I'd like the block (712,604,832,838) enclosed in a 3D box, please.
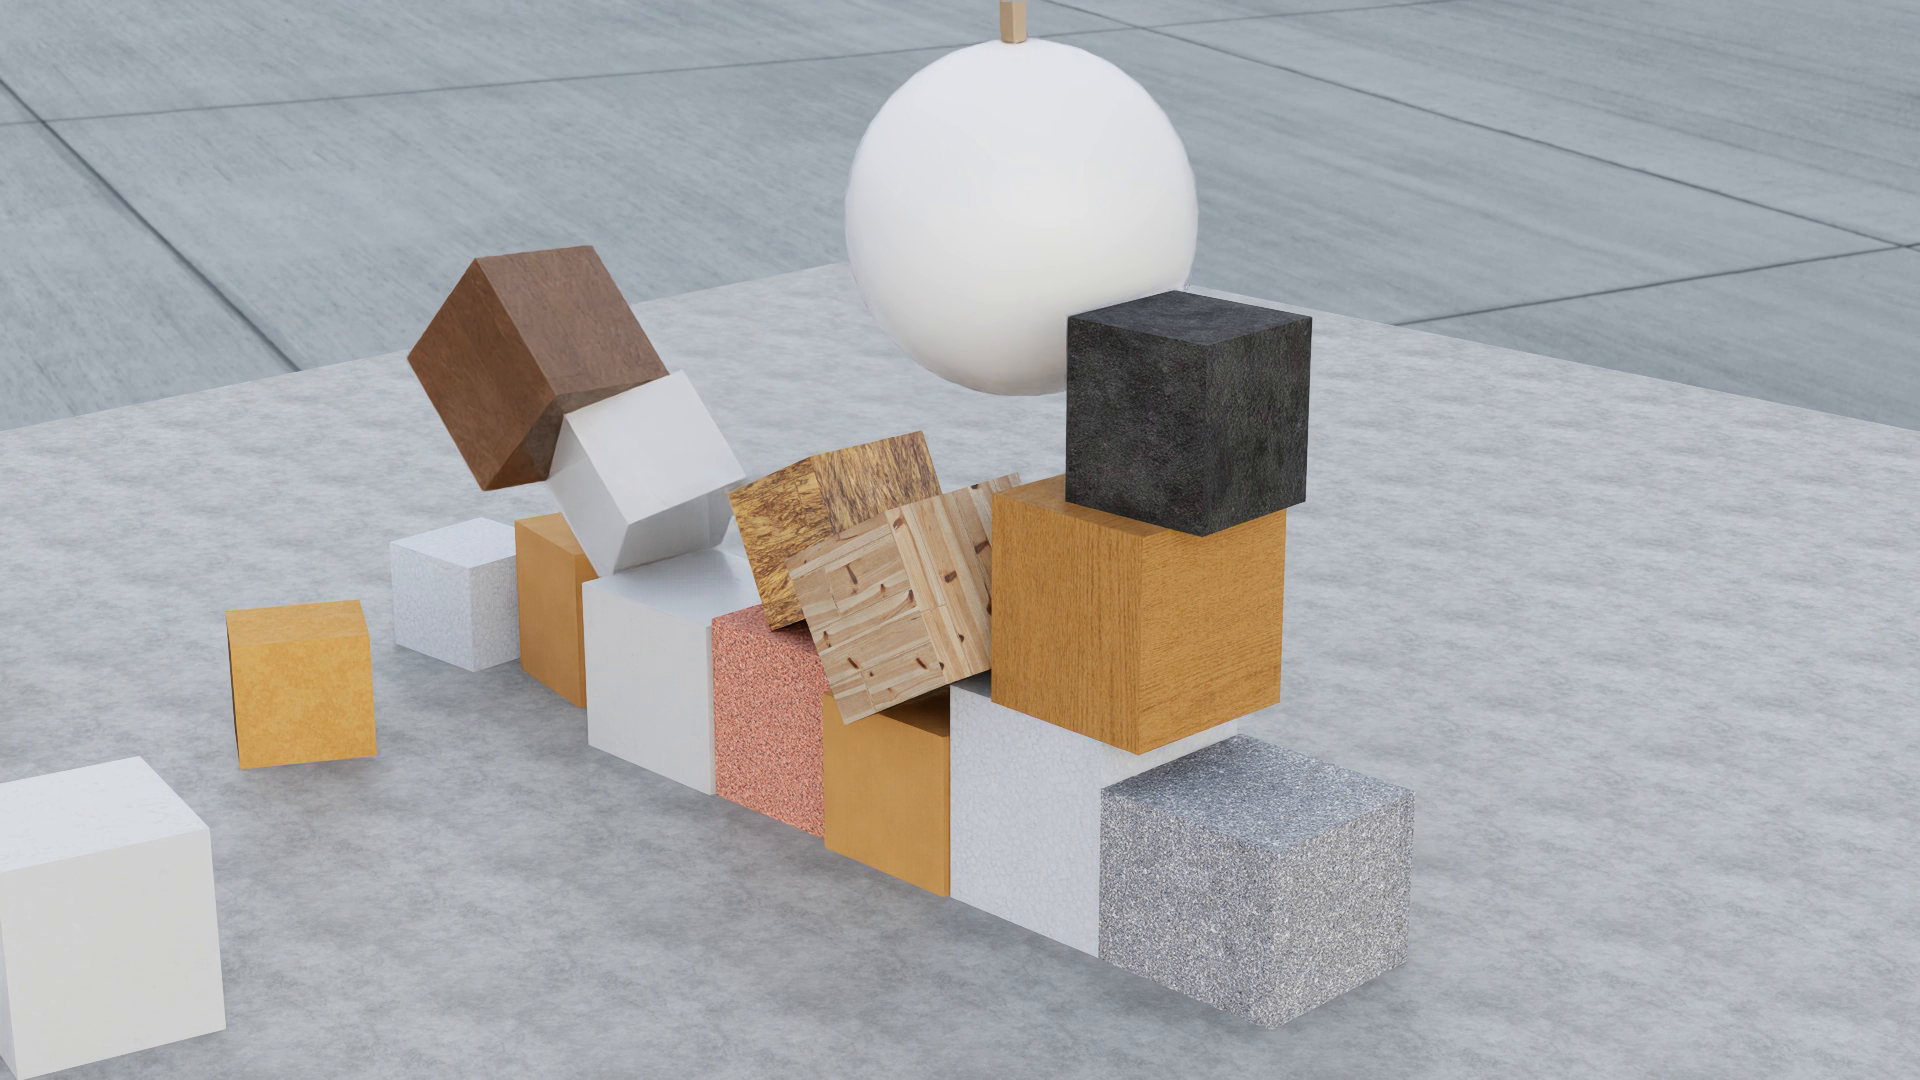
[{"bbox_3d":[-0.602,0.814,14.233,0.846,0.912,0.831,17,24,42],"label":"block"}]

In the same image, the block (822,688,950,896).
[{"bbox_3d":[-0.029,1.062,13.681,0.917,0.771,0.794,-17,24,-42],"label":"block"}]

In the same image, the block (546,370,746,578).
[{"bbox_3d":[-1.614,-0.302,15.014,0.682,0.732,0.679,-23,71,-26],"label":"block"}]

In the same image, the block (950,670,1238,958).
[{"bbox_3d":[0.592,1.123,13.074,0.900,1.018,0.896,17,24,42],"label":"block"}]

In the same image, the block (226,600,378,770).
[{"bbox_3d":[-3.360,0.729,14.944,0.677,0.649,0.578,-5,18,-15],"label":"block"}]

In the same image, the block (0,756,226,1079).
[{"bbox_3d":[-3.600,1.525,12.010,0.843,0.888,0.917,-11,20,-30],"label":"block"}]

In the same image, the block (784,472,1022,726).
[{"bbox_3d":[-0.130,0.263,13.130,0.803,0.789,0.788,-17,-5,-40],"label":"block"}]

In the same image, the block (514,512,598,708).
[{"bbox_3d":[-1.866,0.327,15.884,0.813,0.852,0.738,-11,21,-31],"label":"block"}]

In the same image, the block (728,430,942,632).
[{"bbox_3d":[-0.539,-0.043,13.892,0.689,0.689,0.695,-15,-4,-40],"label":"block"}]

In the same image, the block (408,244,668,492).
[{"bbox_3d":[-2.170,-0.888,15.070,0.759,0.829,0.864,-13,65,-46],"label":"block"}]

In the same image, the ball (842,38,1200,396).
[{"bbox_3d":[0.273,-1.444,13.174,1.600,1.600,1.600,0,17,0],"label":"ball"}]

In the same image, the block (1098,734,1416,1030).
[{"bbox_3d":[1.257,1.430,12.485,0.919,0.785,0.954,-17,24,-42],"label":"block"}]

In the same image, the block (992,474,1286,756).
[{"bbox_3d":[0.761,0.253,12.574,0.899,0.943,0.871,-16,24,-41],"label":"block"}]

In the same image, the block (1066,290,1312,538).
[{"bbox_3d":[0.947,-0.541,12.203,0.736,0.795,0.692,16,23,41],"label":"block"}]

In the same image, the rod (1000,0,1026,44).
[{"bbox_3d":[0.118,-4.635,12.009,0.080,5.200,0.080,17,28,42],"label":"rod"}]

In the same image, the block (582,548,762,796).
[{"bbox_3d":[-1.264,0.644,14.841,0.843,0.872,0.960,-17,24,-42],"label":"block"}]

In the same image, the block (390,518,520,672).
[{"bbox_3d":[-2.698,0.296,16.407,0.699,0.597,0.648,15,23,40],"label":"block"}]
